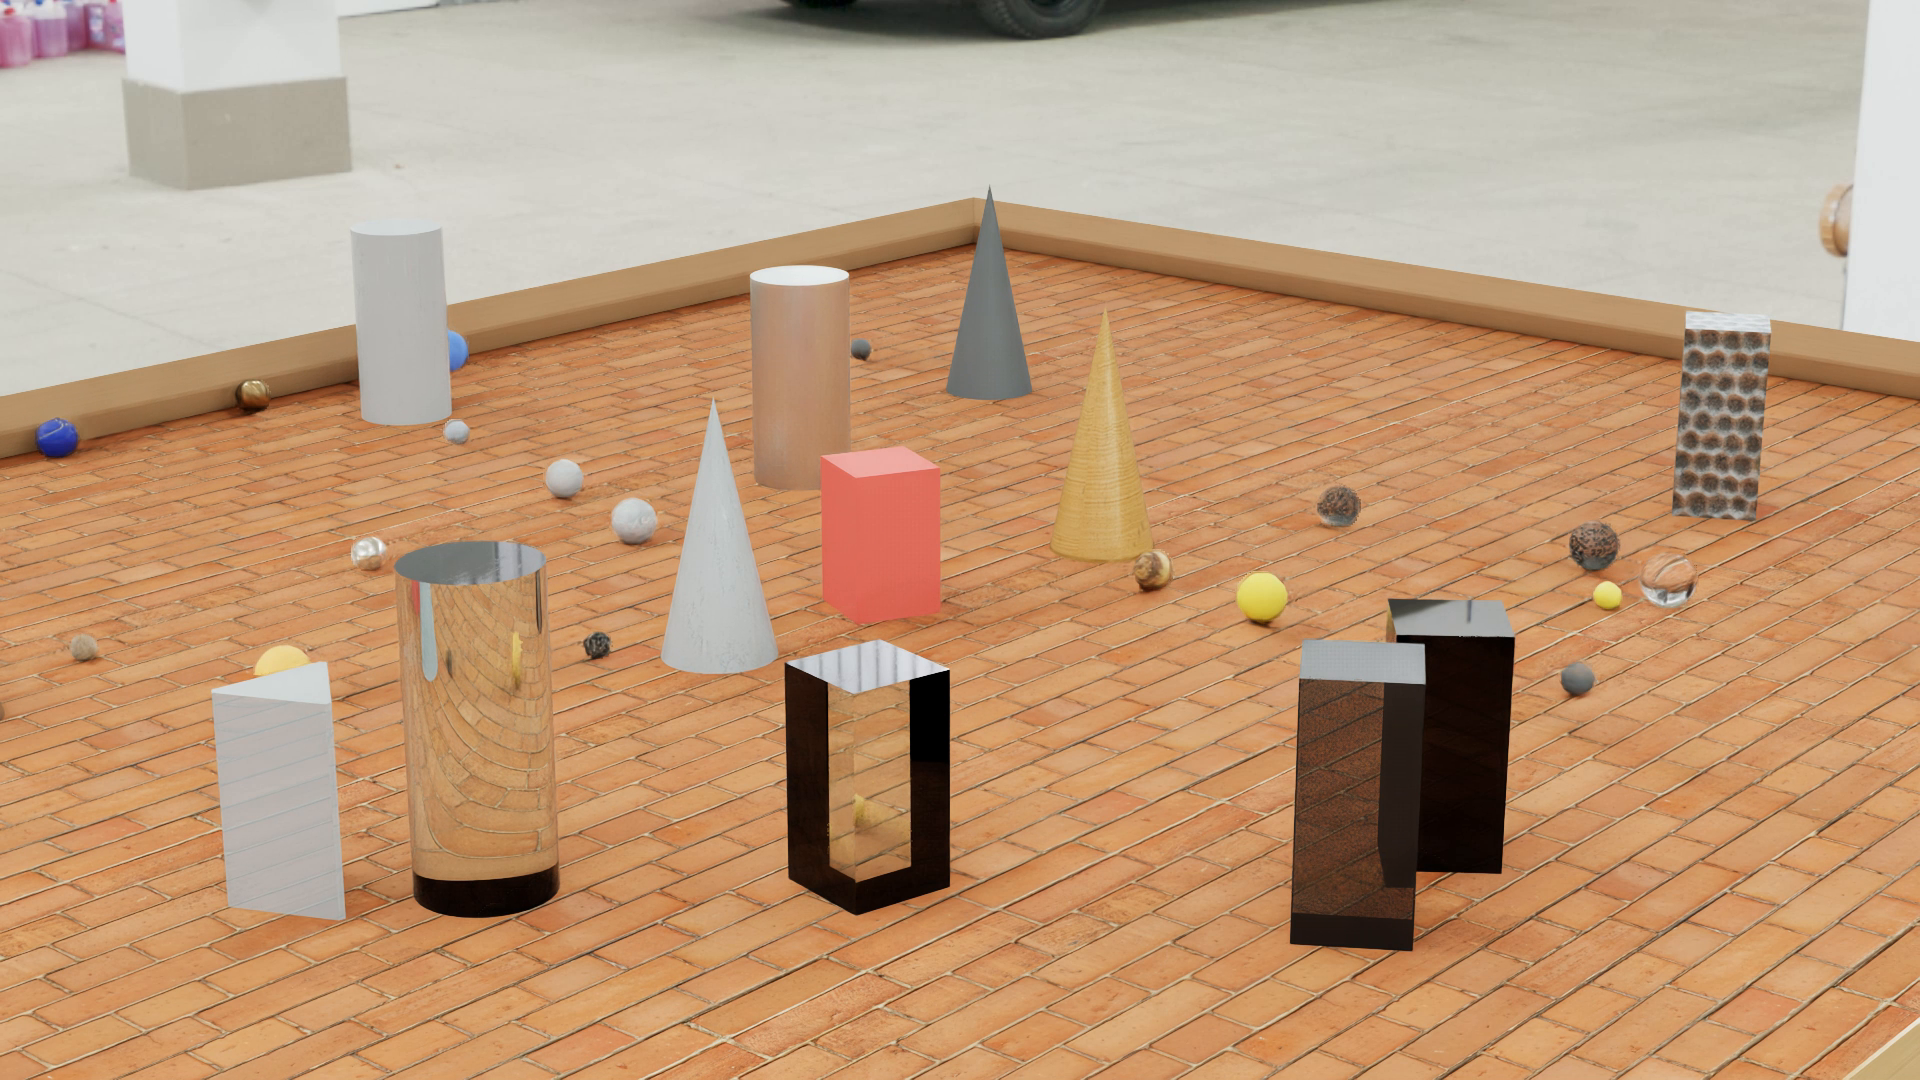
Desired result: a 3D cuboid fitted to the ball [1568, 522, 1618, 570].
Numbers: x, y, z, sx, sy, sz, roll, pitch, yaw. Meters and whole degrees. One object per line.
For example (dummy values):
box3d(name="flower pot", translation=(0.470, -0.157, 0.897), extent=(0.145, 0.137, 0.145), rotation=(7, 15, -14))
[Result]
box3d(name="ball", translation=(1.137, 0.010, 5.261), extent=(0.088, 0.088, 0.088), rotation=(0, 17, 0))

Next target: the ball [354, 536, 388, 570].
box3d(name="ball", translation=(-1.058, 0.024, 5.261), extent=(0.060, 0.060, 0.060), rotation=(0, 17, 0))

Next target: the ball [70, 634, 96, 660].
box3d(name="ball", translation=(-1.432, 0.175, 4.790), extent=(0.043, 0.043, 0.043), rotation=(0, 17, 0))

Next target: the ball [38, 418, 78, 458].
box3d(name="ball", translation=(-1.846, -0.209, 5.999), extent=(0.081, 0.081, 0.081), rotation=(0, 17, 0))

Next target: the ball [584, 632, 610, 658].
box3d(name="ball", translation=(-0.594, 0.172, 4.802), extent=(0.043, 0.043, 0.043), rotation=(0, 17, 0))

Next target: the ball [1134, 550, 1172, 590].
box3d(name="ball", translation=(0.339, 0.053, 5.151), extent=(0.069, 0.069, 0.069), rotation=(0, 17, 0))

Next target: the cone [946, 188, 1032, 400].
box3d(name="cone", translation=(0.065, -0.559, 6.496), extent=(0.194, 0.464, 0.194), rotation=(0, 17, 0))

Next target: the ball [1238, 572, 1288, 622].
box3d(name="ball", translation=(0.513, 0.098, 4.976), extent=(0.084, 0.084, 0.084), rotation=(0, 17, 0))

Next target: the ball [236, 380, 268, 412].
box3d(name="ball", translation=(-1.535, -0.312, 6.361), extent=(0.069, 0.069, 0.069), rotation=(0, 17, 0))

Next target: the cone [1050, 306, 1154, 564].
box3d(name="cone", translation=(0.261, -0.204, 5.334), extent=(0.194, 0.456, 0.194), rotation=(0, 17, 0))

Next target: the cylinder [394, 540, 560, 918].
box3d(name="cylinder", translation=(-0.630, 0.246, 3.843), extent=(0.194, 0.455, 0.194), rotation=(0, 17, 0))

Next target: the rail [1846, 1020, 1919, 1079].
box3d(name="rail", translation=(1.548, 0.420, 3.833), extent=(0.045, 0.126, 4.890), rotation=(14, 22, 39))

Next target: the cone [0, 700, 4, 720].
box3d(name="cone", translation=(-1.576, 0.046, 4.457), extent=(0.194, 0.483, 0.194), rotation=(0, 17, 0))

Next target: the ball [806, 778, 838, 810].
box3d(name="ball", translation=(-0.197, 0.362, 4.169), extent=(0.046, 0.046, 0.046), rotation=(0, 17, 0))

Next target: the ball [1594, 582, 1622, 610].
box3d(name="ball", translation=(1.115, 0.096, 5.047), extent=(0.048, 0.048, 0.048), rotation=(0, 17, 0))

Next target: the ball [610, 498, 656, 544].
box3d(name="ball", translation=(-0.603, -0.035, 5.416), extent=(0.085, 0.085, 0.085), rotation=(0, 17, 0))

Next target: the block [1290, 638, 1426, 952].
box3d(name="block", translation=(0.508, 0.324, 3.749), extent=(0.155, 0.359, 0.155), rotation=(2, 17, 8))

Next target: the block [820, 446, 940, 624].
box3d(name="block", translation=(-0.136, -0.010, 5.032), extent=(0.155, 0.258, 0.155), rotation=(-8, 18, -24))

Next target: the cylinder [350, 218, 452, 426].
box3d(name="cylinder", translation=(-1.198, -0.469, 6.289), extent=(0.194, 0.411, 0.194), rotation=(0, 17, 0))

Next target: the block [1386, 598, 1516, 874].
box3d(name="block", translation=(0.658, 0.265, 3.984), extent=(0.155, 0.337, 0.155), rotation=(1, 17, 4))

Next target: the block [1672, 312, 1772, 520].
box3d(name="block", translation=(1.453, -0.238, 5.602), extent=(0.155, 0.366, 0.155), rotation=(4, 17, 13))

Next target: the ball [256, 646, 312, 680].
box3d(name="ball", translation=(-1.059, 0.210, 4.596), extent=(0.090, 0.090, 0.090), rotation=(0, 17, 0))

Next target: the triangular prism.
box3d(name="triangular prism", translation=(-0.862, 0.324, 3.856), extent=(0.168, 0.298, 0.145), rotation=(5, 17, 16))

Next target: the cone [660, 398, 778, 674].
box3d(name="cone", translation=(-0.395, -0.021, 4.759), extent=(0.194, 0.437, 0.194), rotation=(0, 17, 0))

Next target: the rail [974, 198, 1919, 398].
box3d(name="rail", translation=(1.587, -0.497, 6.871), extent=(4.148, 0.126, 0.045), rotation=(14, 22, 39))

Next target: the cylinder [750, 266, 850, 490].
box3d(name="cylinder", translation=(-0.314, -0.322, 5.801), extent=(0.194, 0.411, 0.194), rotation=(0, 17, 0))

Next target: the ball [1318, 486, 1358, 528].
box3d(name="ball", translation=(0.712, -0.063, 5.521), extent=(0.077, 0.077, 0.077), rotation=(0, 17, 0))

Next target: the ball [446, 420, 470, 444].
box3d(name="ball", translation=(-1.046, -0.224, 6.101), extent=(0.050, 0.050, 0.050), rotation=(0, 17, 0))

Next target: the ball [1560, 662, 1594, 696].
box3d(name="ball", translation=(0.976, 0.219, 4.630), extent=(0.052, 0.052, 0.052), rotation=(0, 17, 0))

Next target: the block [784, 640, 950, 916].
box3d(name="block", translation=(-0.122, 0.312, 3.881), extent=(0.155, 0.307, 0.155), rotation=(-13, 21, -36))

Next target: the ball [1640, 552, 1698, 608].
box3d(name="ball", translation=(1.221, 0.069, 5.053), extent=(0.096, 0.096, 0.096), rotation=(0, 17, 0))

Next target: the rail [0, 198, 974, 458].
box3d(name="rail", translation=(-1.548, -0.357, 6.407), extent=(0.045, 0.126, 4.890), rotation=(14, 22, 39))

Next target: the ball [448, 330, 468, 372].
box3d(name="ball", translation=(-1.176, -0.433, 6.712), extent=(0.097, 0.097, 0.097), rotation=(0, 17, 0))

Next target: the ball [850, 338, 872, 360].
box3d(name="ball", translation=(-0.231, -0.445, 6.838), extent=(0.048, 0.048, 0.048), rotation=(0, 17, 0))

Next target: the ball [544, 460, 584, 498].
box3d(name="ball", translation=(-0.772, -0.120, 5.715), extent=(0.074, 0.074, 0.074), rotation=(0, 17, 0))
